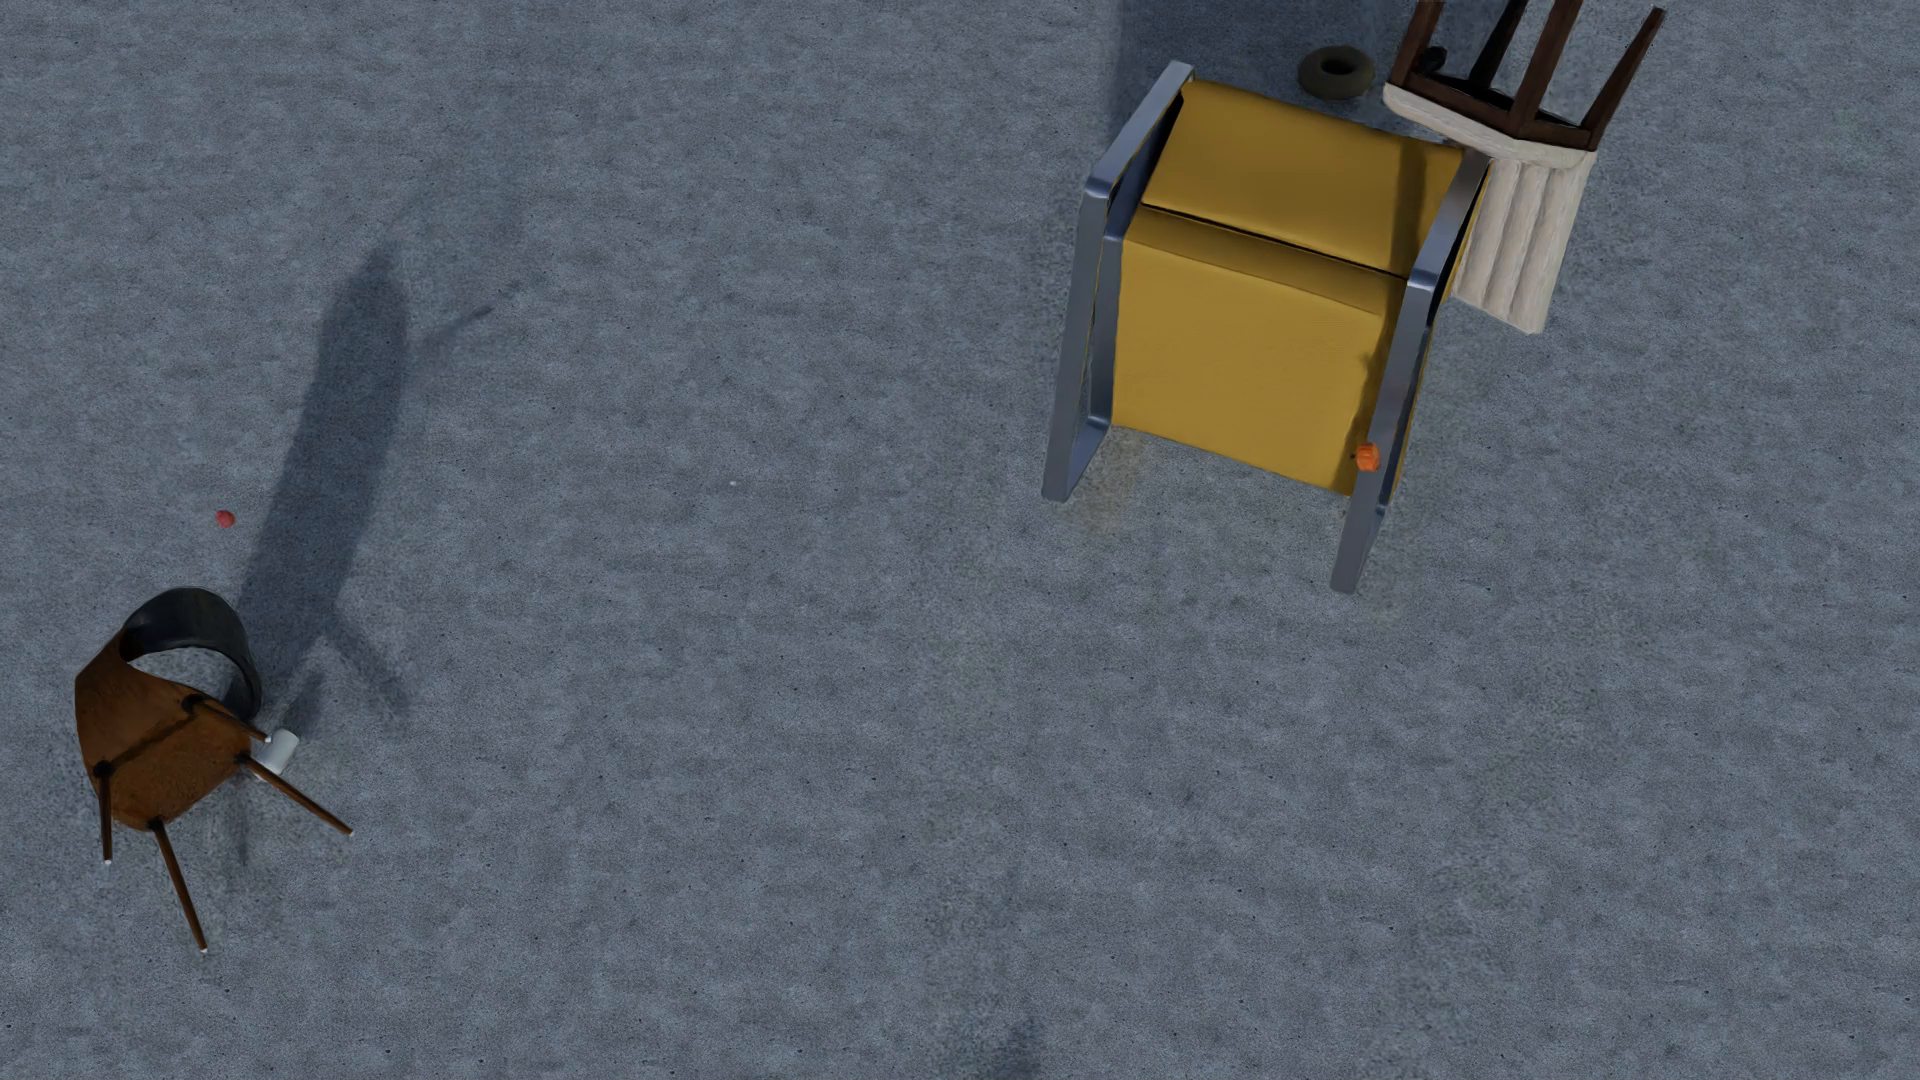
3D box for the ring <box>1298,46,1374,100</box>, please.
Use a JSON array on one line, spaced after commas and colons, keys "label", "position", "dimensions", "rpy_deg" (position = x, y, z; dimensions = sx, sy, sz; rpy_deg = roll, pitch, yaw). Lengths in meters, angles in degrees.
[{"label": "ring", "position": [1.301, -1.613, 7.597], "dimensions": [0.268, 0.101, 0.213], "rpy_deg": [-8, 58, -7]}]
